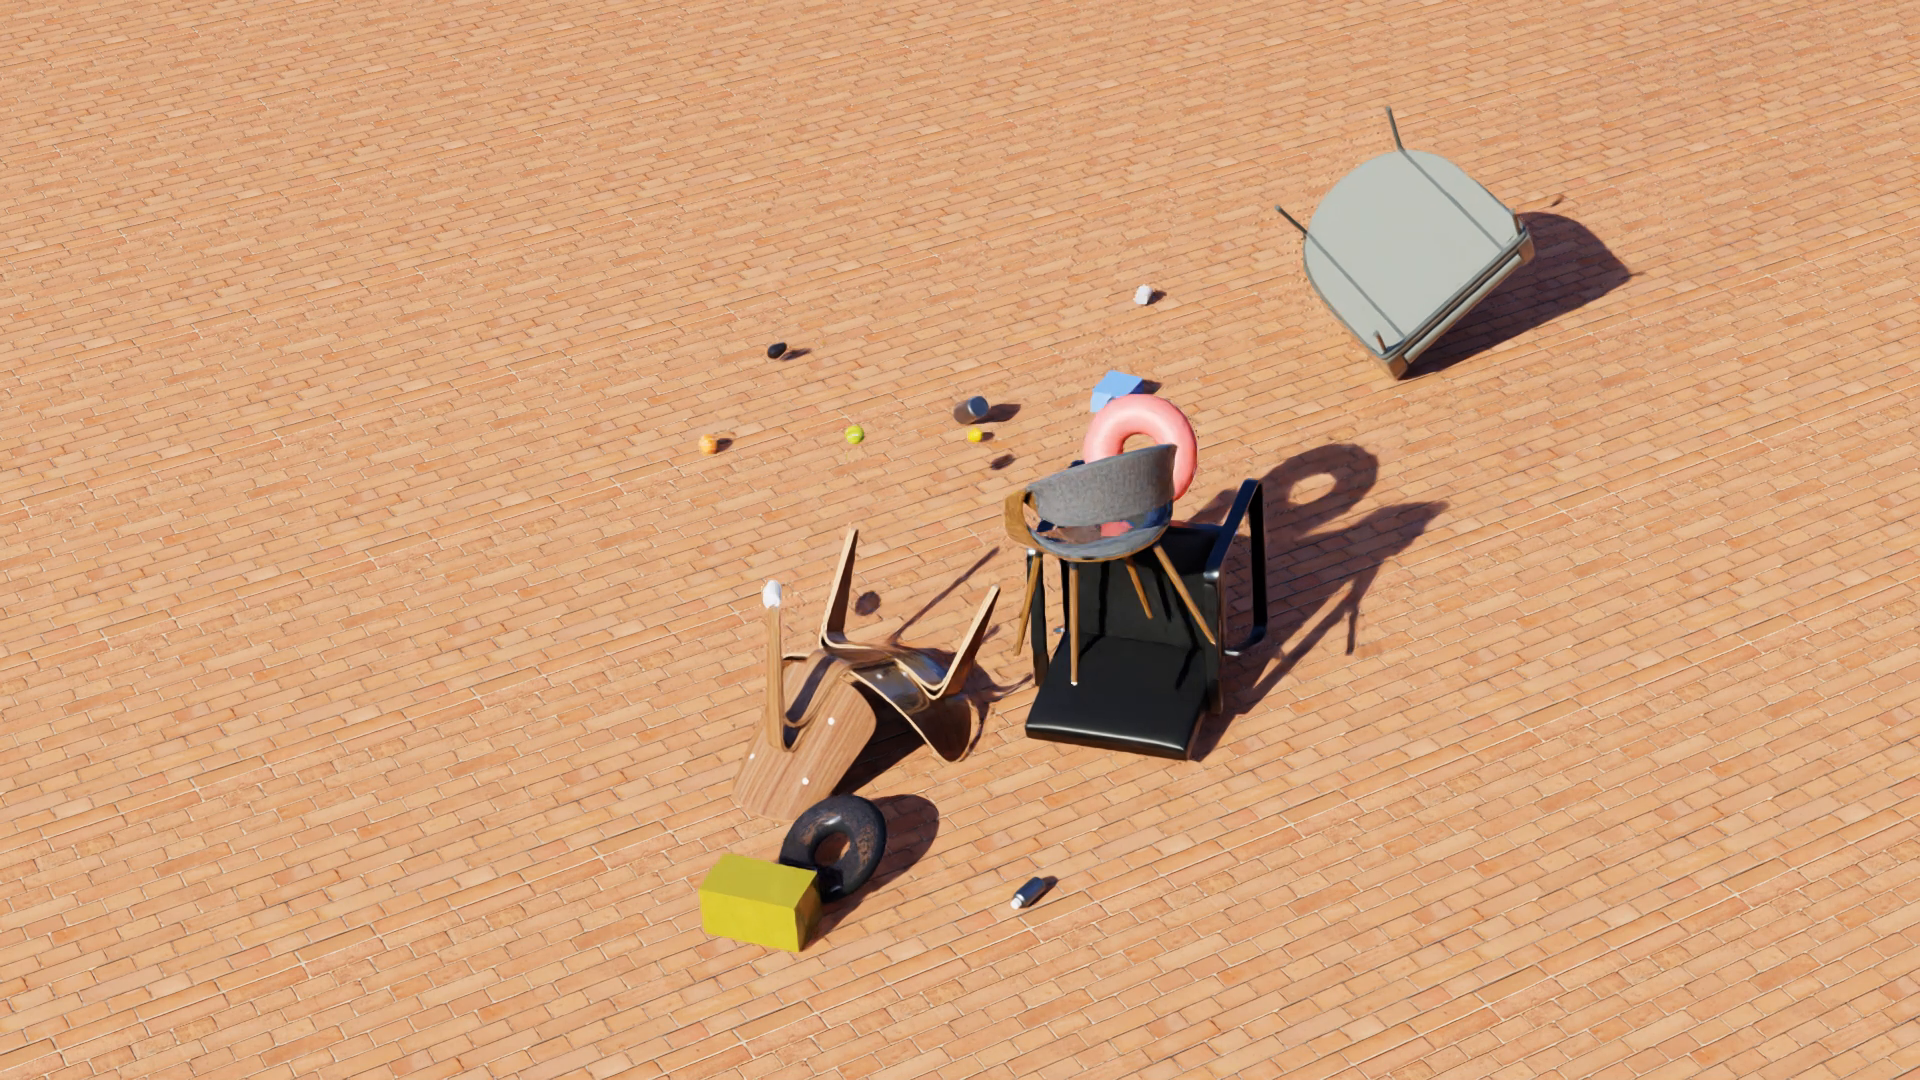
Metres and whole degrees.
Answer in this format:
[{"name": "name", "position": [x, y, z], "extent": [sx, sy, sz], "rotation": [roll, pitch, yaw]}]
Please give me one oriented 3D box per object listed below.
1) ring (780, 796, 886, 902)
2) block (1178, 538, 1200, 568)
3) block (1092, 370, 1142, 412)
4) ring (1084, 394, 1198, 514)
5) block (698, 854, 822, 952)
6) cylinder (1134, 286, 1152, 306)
[{"name": "ring", "position": [-0.403, 0.977, 9.282], "extent": [0.358, 0.082, 0.402], "rotation": [4, 54, 27]}, {"name": "block", "position": [0.845, 0.048, 10.811], "extent": [0.049, 0.067, 0.082], "rotation": [13, 36, 19]}, {"name": "block", "position": [0.630, -0.582, 11.740], "extent": [0.143, 0.096, 0.181], "rotation": [15, 36, 21]}, {"name": "ring", "position": [0.619, -0.297, 10.049], "extent": [0.399, 0.413, 0.142], "rotation": [-17, -2, 17]}, {"name": "block", "position": [-0.615, 1.121, 9.066], "extent": [0.319, 0.175, 0.184], "rotation": [9, 35, 19]}, {"name": "cylinder", "position": [0.777, -1.038, 12.434], "extent": [0.061, 0.080, 0.051], "rotation": [30, 62, -5]}]
